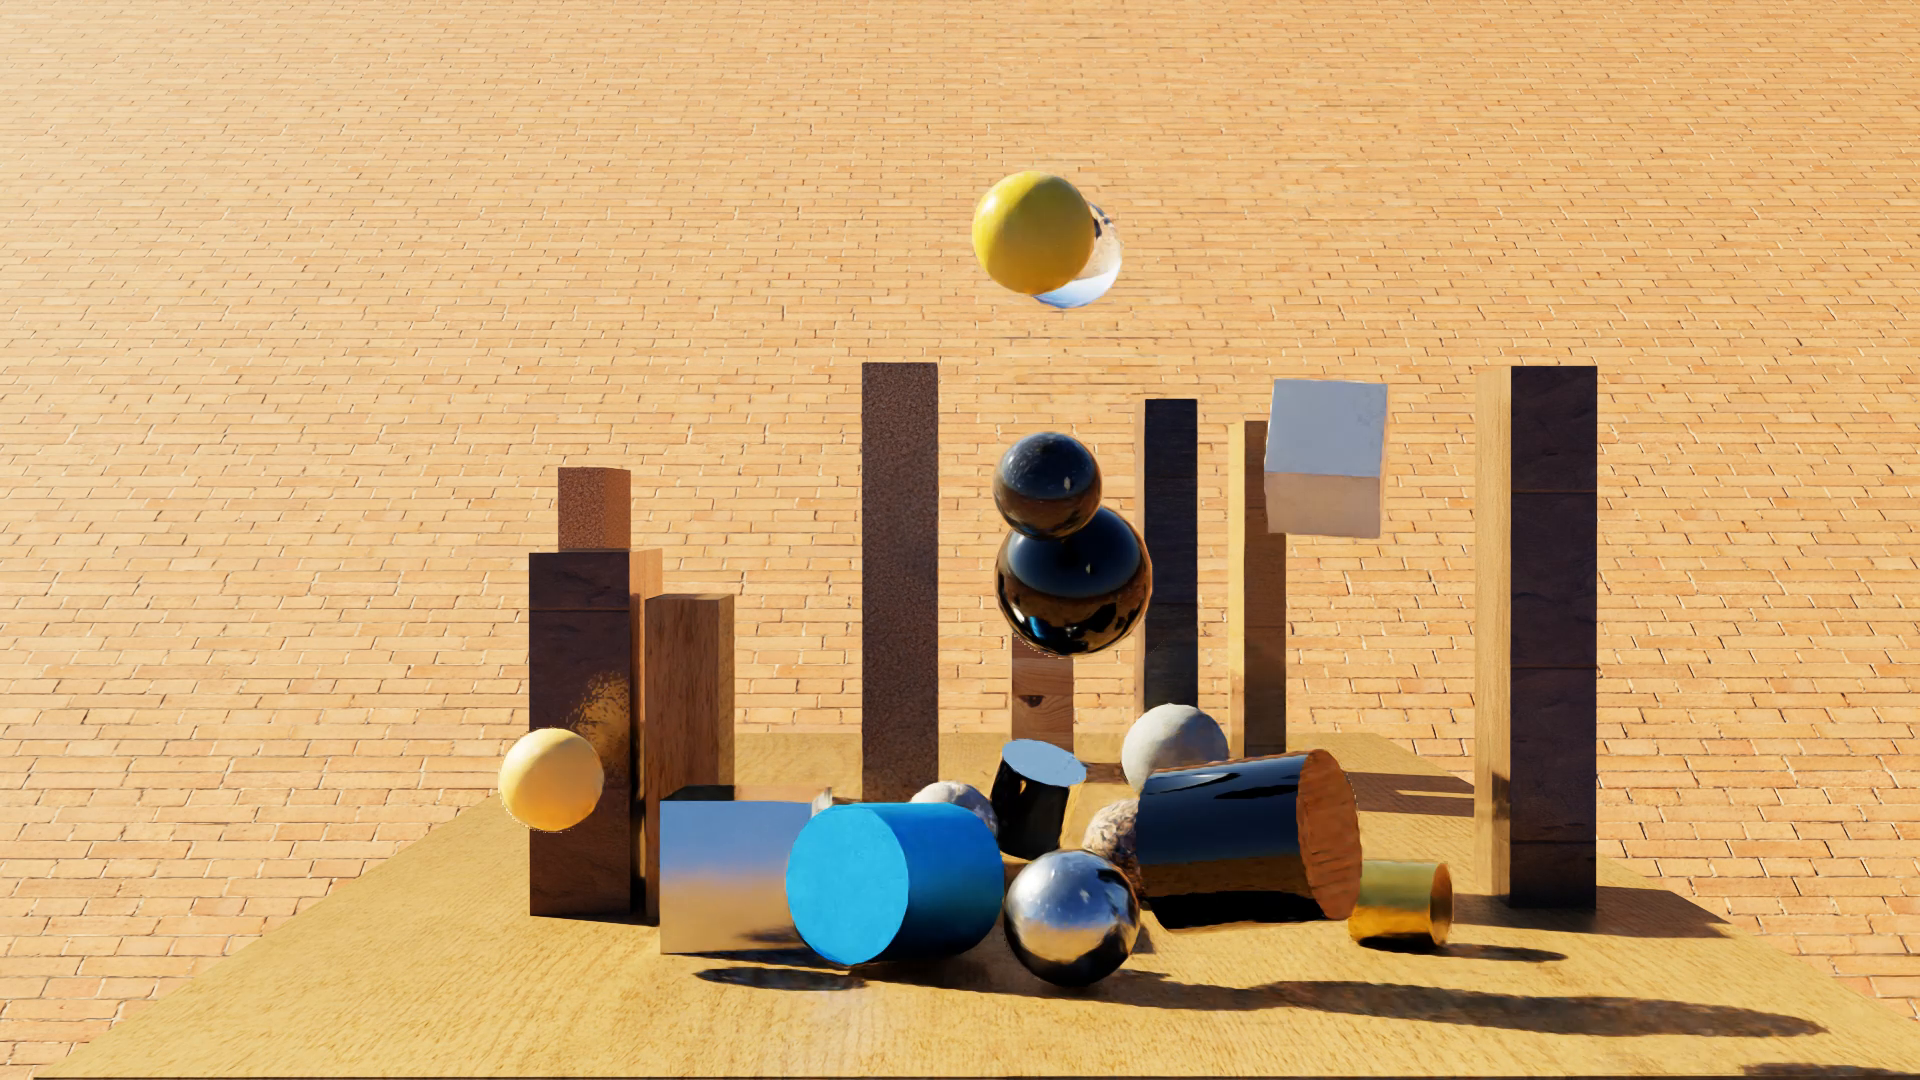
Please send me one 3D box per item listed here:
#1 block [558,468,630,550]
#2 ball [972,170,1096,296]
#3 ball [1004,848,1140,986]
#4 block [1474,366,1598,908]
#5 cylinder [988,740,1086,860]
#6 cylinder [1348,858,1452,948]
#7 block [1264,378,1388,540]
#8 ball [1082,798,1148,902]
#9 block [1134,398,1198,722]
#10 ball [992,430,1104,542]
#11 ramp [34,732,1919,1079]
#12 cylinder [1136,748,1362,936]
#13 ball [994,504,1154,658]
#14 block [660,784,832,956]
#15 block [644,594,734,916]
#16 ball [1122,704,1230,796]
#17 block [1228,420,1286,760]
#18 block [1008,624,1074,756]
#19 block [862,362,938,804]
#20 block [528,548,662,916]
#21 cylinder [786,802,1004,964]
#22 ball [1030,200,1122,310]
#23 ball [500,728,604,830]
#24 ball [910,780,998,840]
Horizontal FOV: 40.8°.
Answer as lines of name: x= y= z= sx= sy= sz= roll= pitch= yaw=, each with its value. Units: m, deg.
block: x=-0.726 y=0.184 z=5.157 sx=0.090 sy=0.653 sz=0.395 roll=0 pitch=1 yaw=0
ball: x=0.083 y=-0.347 z=2.918 sx=0.140 sy=0.140 sz=0.140 roll=0 pitch=28 yaw=0
ball: x=0.134 y=0.453 z=3.102 sx=0.164 sy=0.164 sz=0.164 roll=0 pitch=28 yaw=0
block: x=0.849 y=0.138 z=3.821 sx=0.124 sy=0.777 sz=0.254 roll=0 pitch=1 yaw=0
cylinder: x=0.116 y=0.418 z=4.156 sx=0.141 sy=0.141 sz=0.141 roll=14 pitch=23 yaw=-6
cylinder: x=0.576 y=0.475 z=3.386 sx=0.111 sy=0.111 sz=0.111 roll=0 pitch=26 yaw=26
block: x=0.381 y=-0.084 z=2.677 sx=0.116 sy=0.116 sz=0.116 roll=3 pitch=59 yaw=12
ball: x=0.253 y=0.452 z=3.762 sx=0.152 sy=0.152 sz=0.152 roll=0 pitch=28 yaw=0
block: x=0.416 y=0.115 z=5.239 sx=0.103 sy=0.789 sz=0.297 roll=0 pitch=1 yaw=0
ball: x=0.102 y=-0.063 z=2.999 sx=0.129 sy=0.129 sz=0.129 roll=0 pitch=28 yaw=0
ramp: x=0.063 y=0.567 z=4.607 sx=2.000 sy=0.100 sz=4.000 roll=0 pitch=1 yaw=0
cylinder: x=0.347 y=0.363 z=3.087 sx=0.204 sy=0.204 sz=0.204 roll=-10 pitch=22 yaw=28
ball: x=0.142 y=0.047 z=3.246 sx=0.200 sy=0.200 sz=0.200 roll=0 pitch=28 yaw=0
block: x=-0.281 y=0.433 z=3.415 sx=0.197 sy=0.197 sz=0.197 roll=0 pitch=1 yaw=5
block: x=-0.391 y=0.305 z=3.761 sx=0.103 sy=0.446 sz=0.265 roll=0 pitch=1 yaw=0
ball: x=0.409 y=0.412 z=4.896 sx=0.203 sy=0.203 sz=0.203 roll=0 pitch=28 yaw=0
block: x=0.637 y=0.127 z=5.554 sx=0.088 sy=0.756 sz=0.308 roll=0 pitch=1 yaw=0
block: x=0.175 y=0.262 z=5.673 sx=0.131 sy=0.484 sz=0.387 roll=0 pitch=1 yaw=0
block: x=-0.093 y=0.124 z=4.118 sx=0.116 sy=0.799 sz=0.255 roll=0 pitch=1 yaw=0
block: x=-0.535 y=0.271 z=3.837 sx=0.142 sy=0.512 sz=0.408 roll=0 pitch=1 yaw=0
cylinder: x=-0.080 y=0.428 z=3.241 sx=0.195 sy=0.195 sz=0.195 roll=23 pitch=10 yaw=36
ball: x=0.131 y=-0.351 z=3.162 sx=0.137 sy=0.137 sz=0.137 roll=0 pitch=28 yaw=0
ball: x=-0.521 y=0.306 z=3.301 sx=0.131 sy=0.131 sz=0.131 roll=0 pitch=28 yaw=0
ball: x=-0.015 y=0.438 z=3.923 sx=0.146 sy=0.146 sz=0.146 roll=0 pitch=28 yaw=0
